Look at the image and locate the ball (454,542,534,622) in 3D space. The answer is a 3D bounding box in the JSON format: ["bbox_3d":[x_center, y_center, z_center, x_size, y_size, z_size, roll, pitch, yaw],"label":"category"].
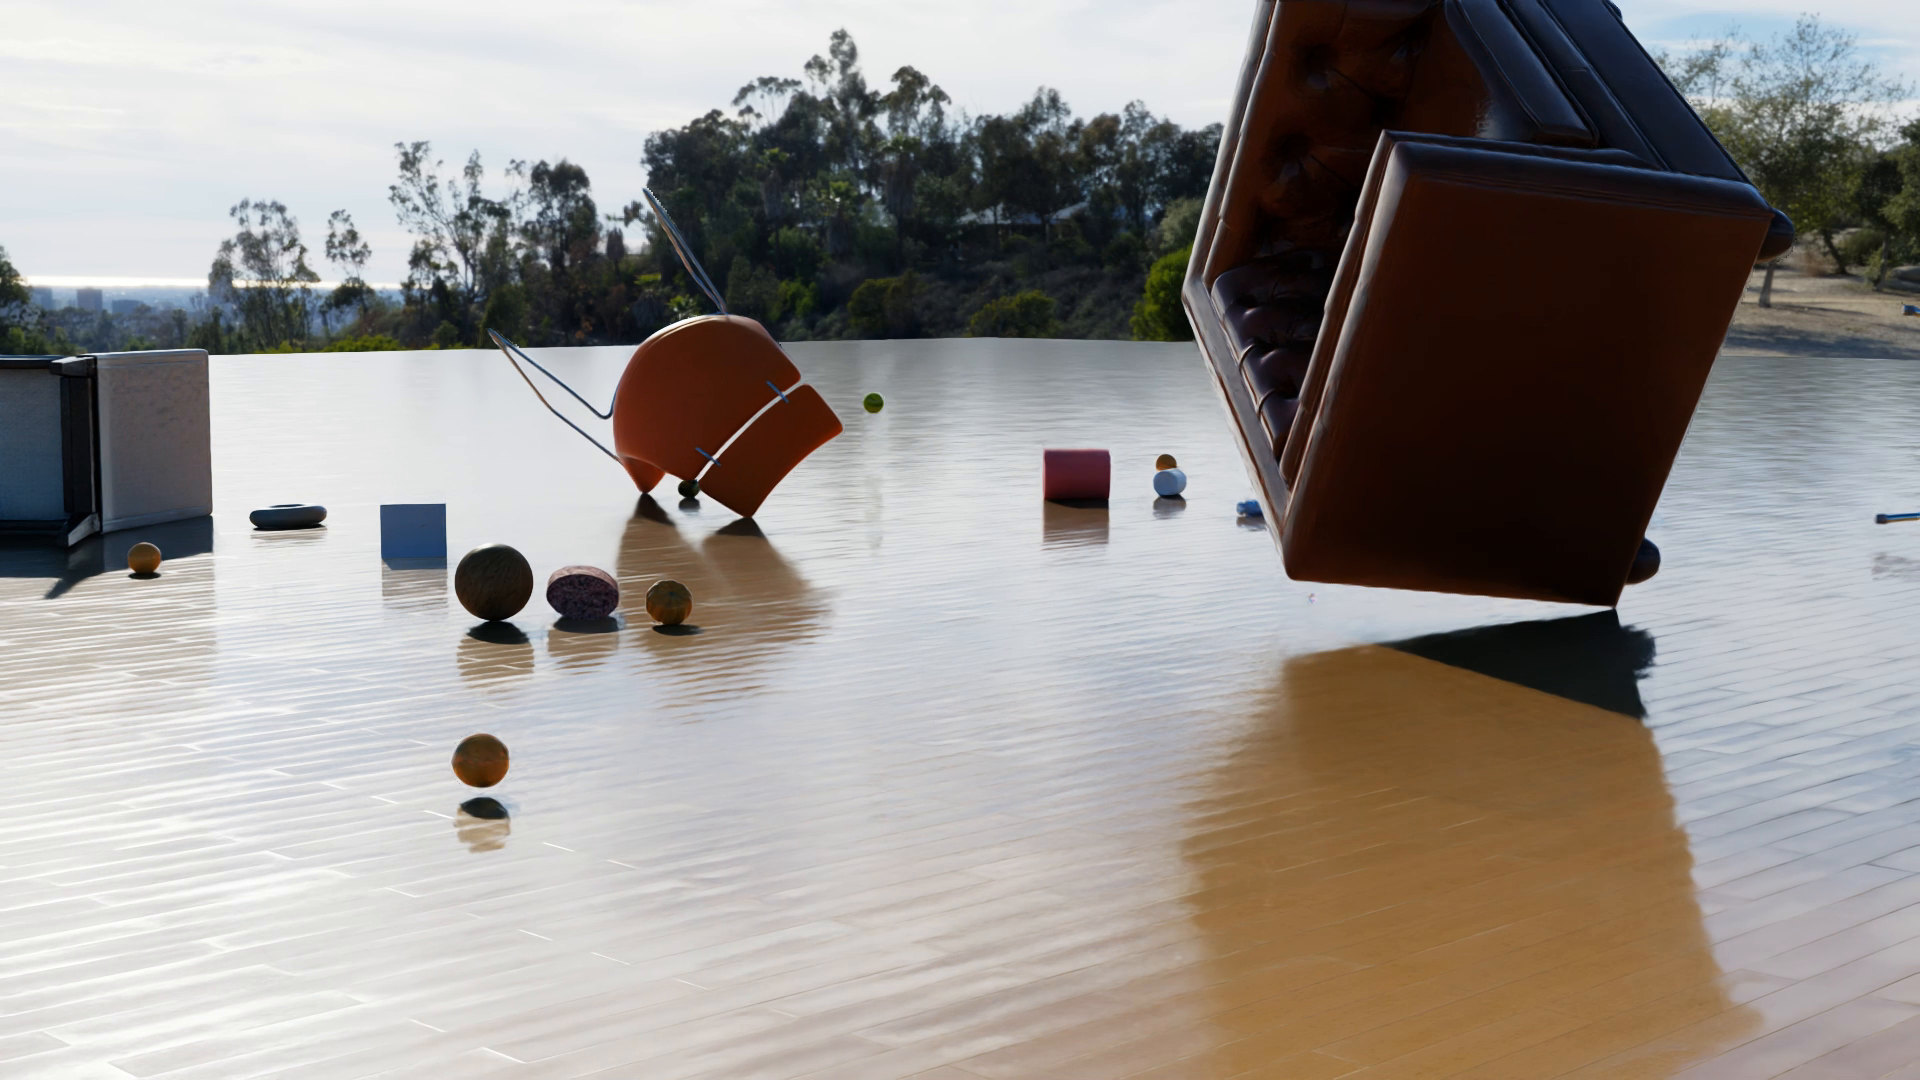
[{"bbox_3d":[-0.891,0.080,4.904,0.150,0.150,0.150,0,6,0],"label":"ball"}]

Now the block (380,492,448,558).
[{"bbox_3d":[-1.316,-0.039,6.179,0.152,0.126,0.340,-1,6,-12],"label":"block"}]

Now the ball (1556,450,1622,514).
[{"bbox_3d":[1.748,-0.163,7.130,0.177,0.177,0.177,0,6,0],"label":"ball"}]

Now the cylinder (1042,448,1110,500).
[{"bbox_3d":[0.343,-0.196,7.572,0.190,0.152,0.158,0,-19,-1],"label":"cylinder"}]

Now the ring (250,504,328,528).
[{"bbox_3d":[-1.779,-0.065,6.798,0.131,0.052,0.226,7,9,41],"label":"ring"}]

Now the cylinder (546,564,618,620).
[{"bbox_3d":[-0.734,0.101,4.990,0.138,0.088,0.163,7,5,-9],"label":"cylinder"}]
